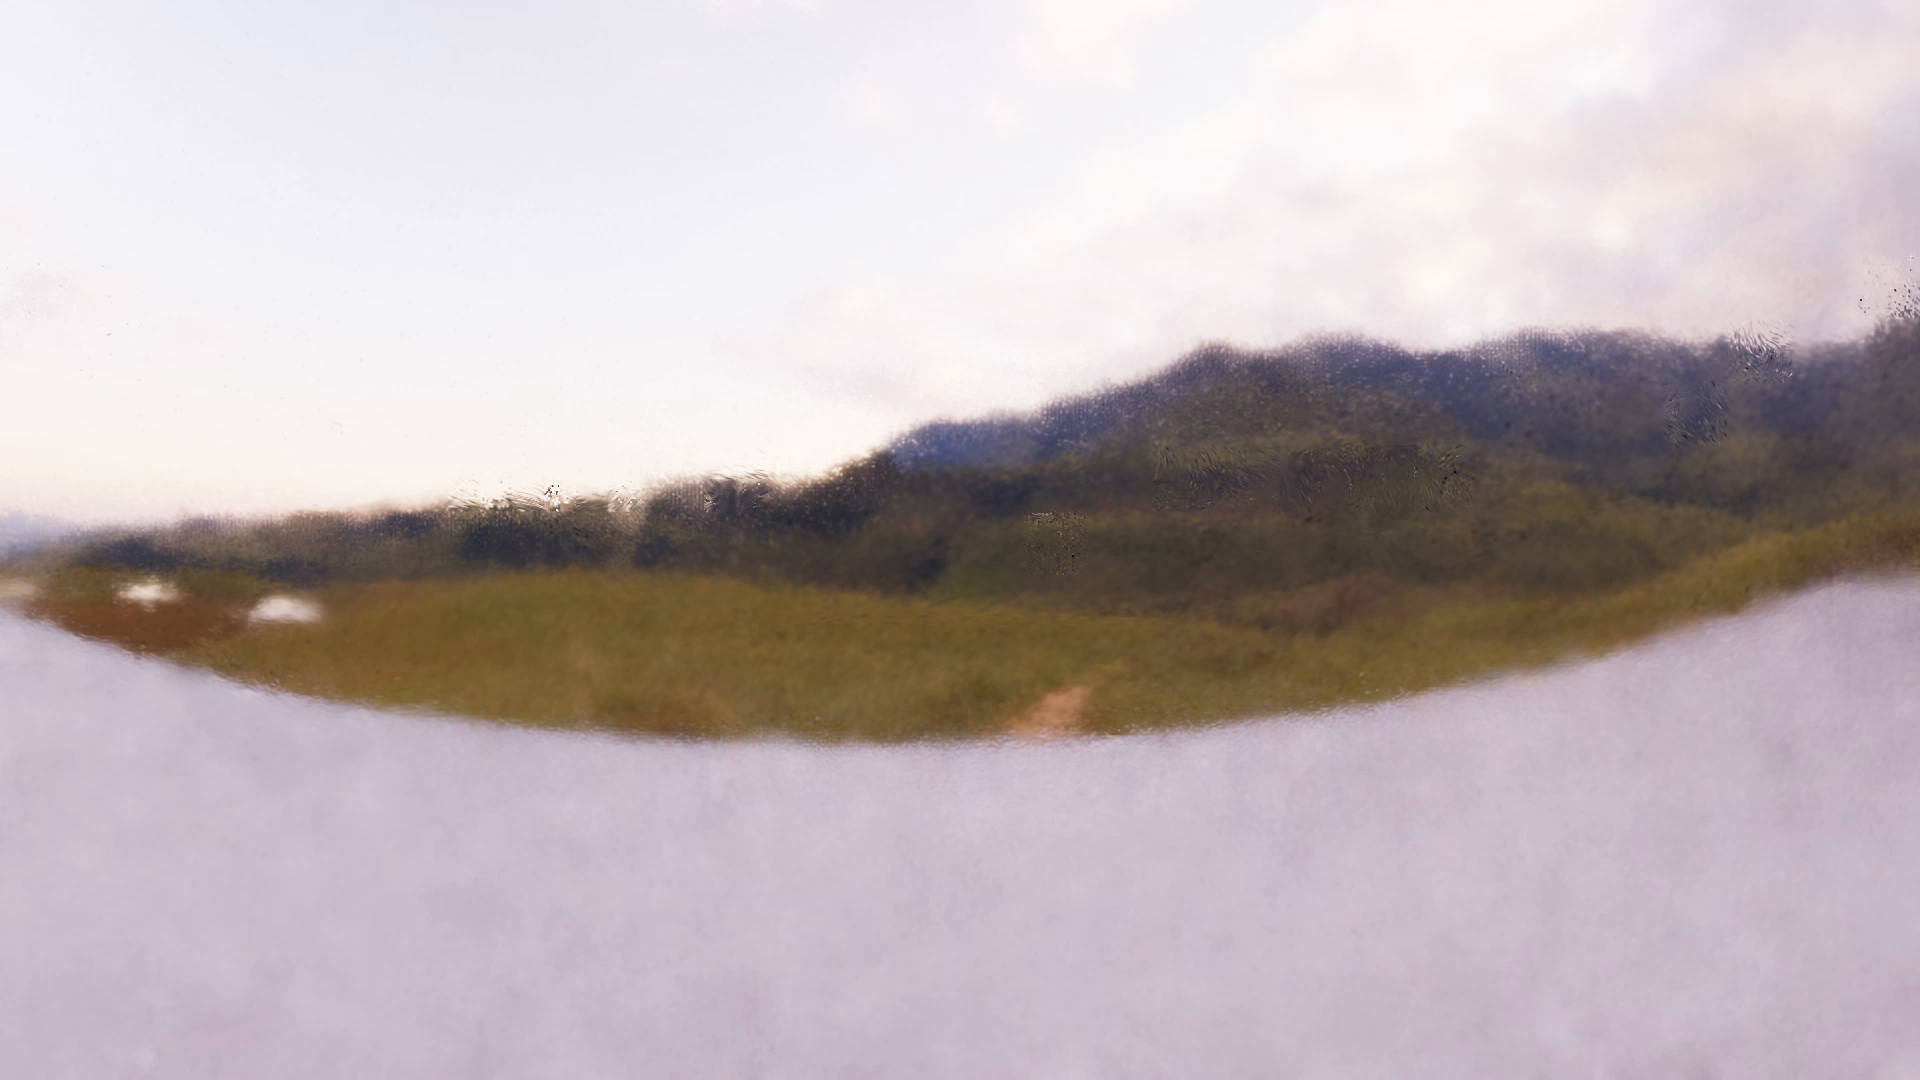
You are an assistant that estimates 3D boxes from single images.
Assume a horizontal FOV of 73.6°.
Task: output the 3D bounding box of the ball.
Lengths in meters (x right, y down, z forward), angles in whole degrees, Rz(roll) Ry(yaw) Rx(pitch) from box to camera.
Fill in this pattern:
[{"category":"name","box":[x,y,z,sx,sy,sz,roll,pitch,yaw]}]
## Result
[{"category":"ball","box":[0.000,-0.002,0.056,0.080,0.080,0.080,0,4,0]}]
